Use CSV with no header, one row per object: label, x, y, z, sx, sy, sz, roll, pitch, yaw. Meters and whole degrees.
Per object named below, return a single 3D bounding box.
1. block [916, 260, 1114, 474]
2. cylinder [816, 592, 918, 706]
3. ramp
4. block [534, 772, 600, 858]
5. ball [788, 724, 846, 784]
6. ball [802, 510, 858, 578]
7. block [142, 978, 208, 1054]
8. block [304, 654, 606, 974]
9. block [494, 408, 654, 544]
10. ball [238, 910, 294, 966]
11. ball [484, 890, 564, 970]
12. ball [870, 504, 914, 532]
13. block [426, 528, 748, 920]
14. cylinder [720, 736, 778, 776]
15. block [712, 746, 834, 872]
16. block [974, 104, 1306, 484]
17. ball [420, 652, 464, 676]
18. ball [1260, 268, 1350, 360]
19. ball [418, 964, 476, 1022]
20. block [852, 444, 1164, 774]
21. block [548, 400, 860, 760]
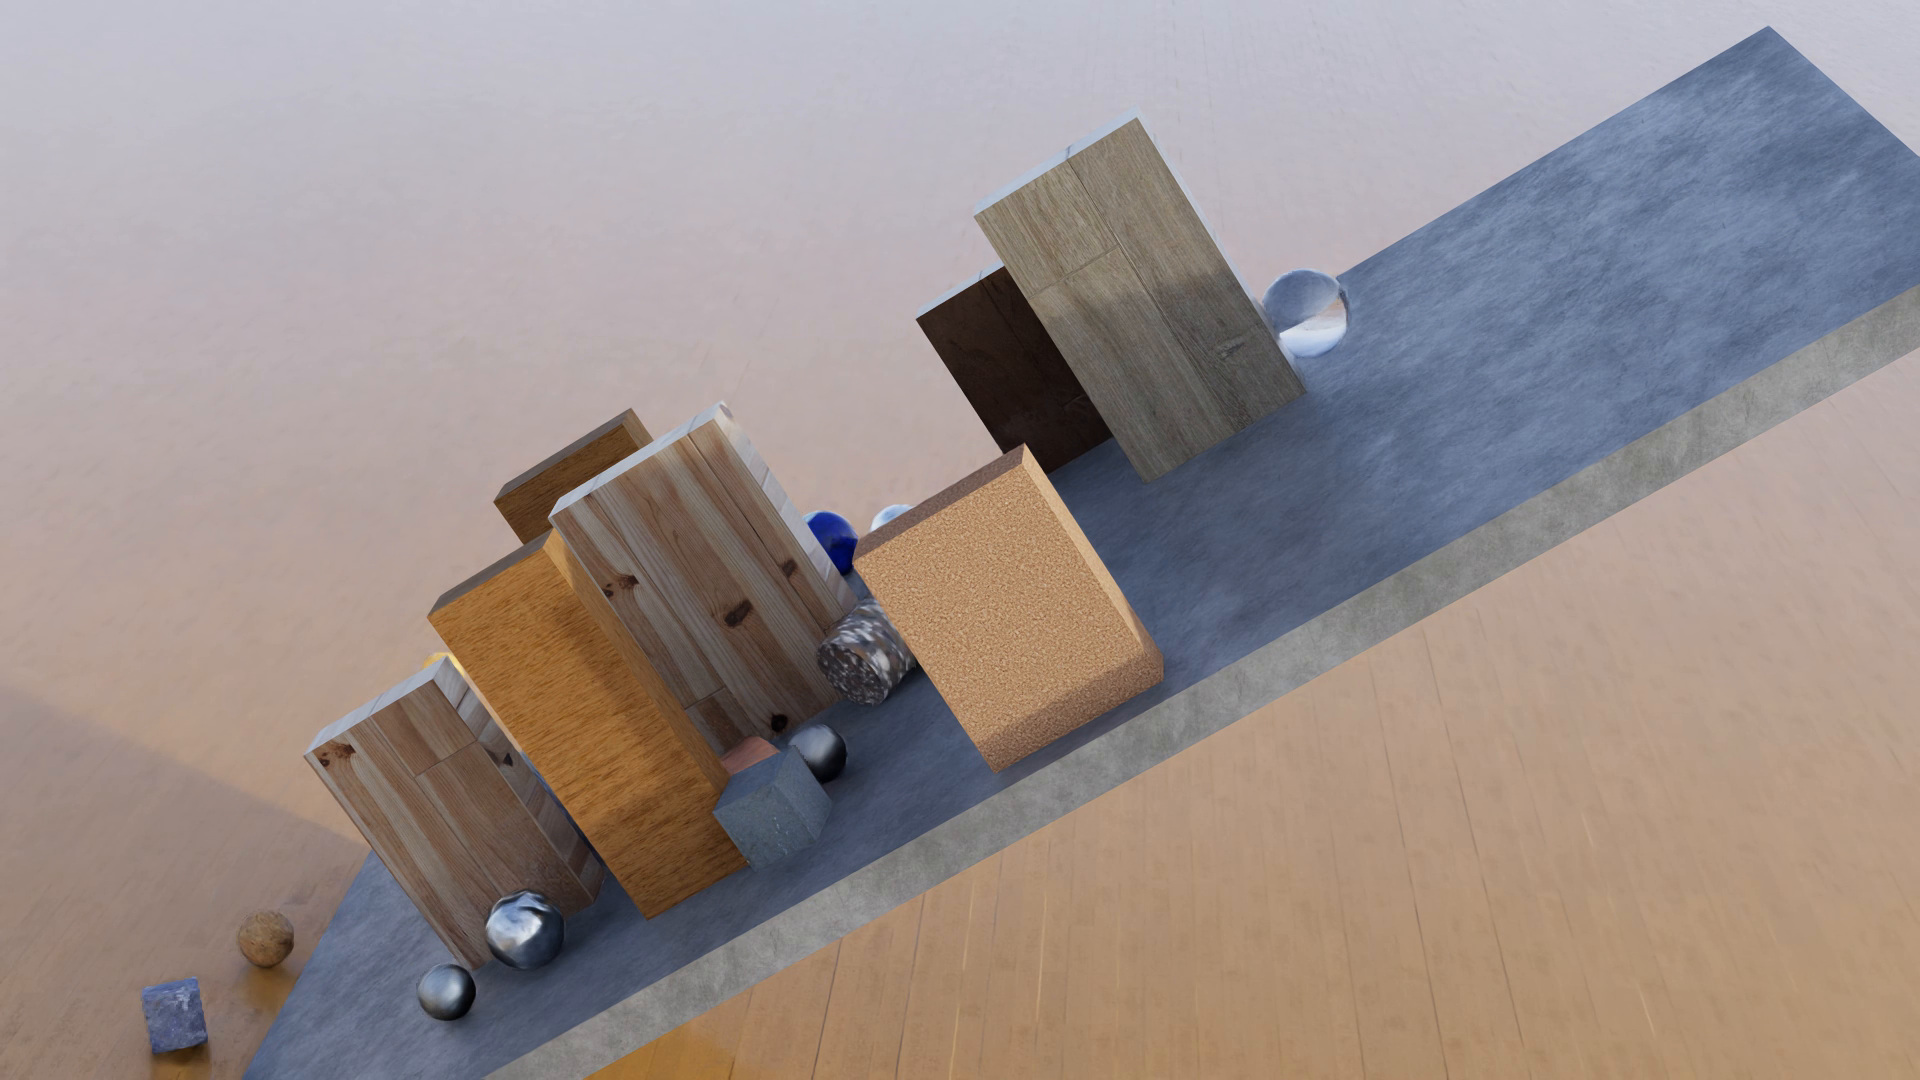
block,0.189,-0.428,6.929,0.381,0.486,0.092,-30,15,13
cylinder,-0.182,0.228,6.222,0.175,0.175,0.175,15,49,35
ramp,0.141,0.170,6.292,4.000,0.100,2.000,-30,15,13
block,-0.898,0.631,6.450,0.188,0.188,0.188,-16,23,50
ball,-0.289,0.432,5.929,0.122,0.122,0.122,0,20,0
ball,-0.337,0.017,7.219,0.181,0.181,0.181,0,20,0
block,-1.808,1.095,6.771,0.125,0.125,0.125,-11,9,-17
block,-1.053,0.578,6.158,0.334,0.587,0.129,-30,15,13
block,-0.751,0.070,6.966,0.369,0.670,0.126,-30,15,13
ball,-1.687,0.970,7.157,0.134,0.134,0.134,0,20,0
ball,-0.883,0.790,5.970,0.161,0.161,0.161,0,20,0
ball,-0.142,-0.012,6.973,0.146,0.146,0.146,0,20,0
block,-0.703,0.366,5.767,0.276,0.755,0.117,-30,15,13
cylinder,-0.440,0.500,5.985,0.146,0.146,0.146,14,44,35
block,-0.364,0.524,5.744,0.149,0.149,0.149,-28,16,22
block,0.393,-0.526,6.376,0.408,0.708,0.130,-30,15,13
ball,-1.544,0.398,8.761,0.127,0.127,0.127,0,20,0
ball,0.764,-0.501,6.511,0.200,0.200,0.200,0,20,0
ball,-1.044,0.920,5.984,0.117,0.117,0.117,0,20,0
block,0.090,0.128,5.382,0.363,0.486,0.120,-30,15,13
block,-0.513,0.099,6.366,0.430,0.675,0.131,-30,15,13
